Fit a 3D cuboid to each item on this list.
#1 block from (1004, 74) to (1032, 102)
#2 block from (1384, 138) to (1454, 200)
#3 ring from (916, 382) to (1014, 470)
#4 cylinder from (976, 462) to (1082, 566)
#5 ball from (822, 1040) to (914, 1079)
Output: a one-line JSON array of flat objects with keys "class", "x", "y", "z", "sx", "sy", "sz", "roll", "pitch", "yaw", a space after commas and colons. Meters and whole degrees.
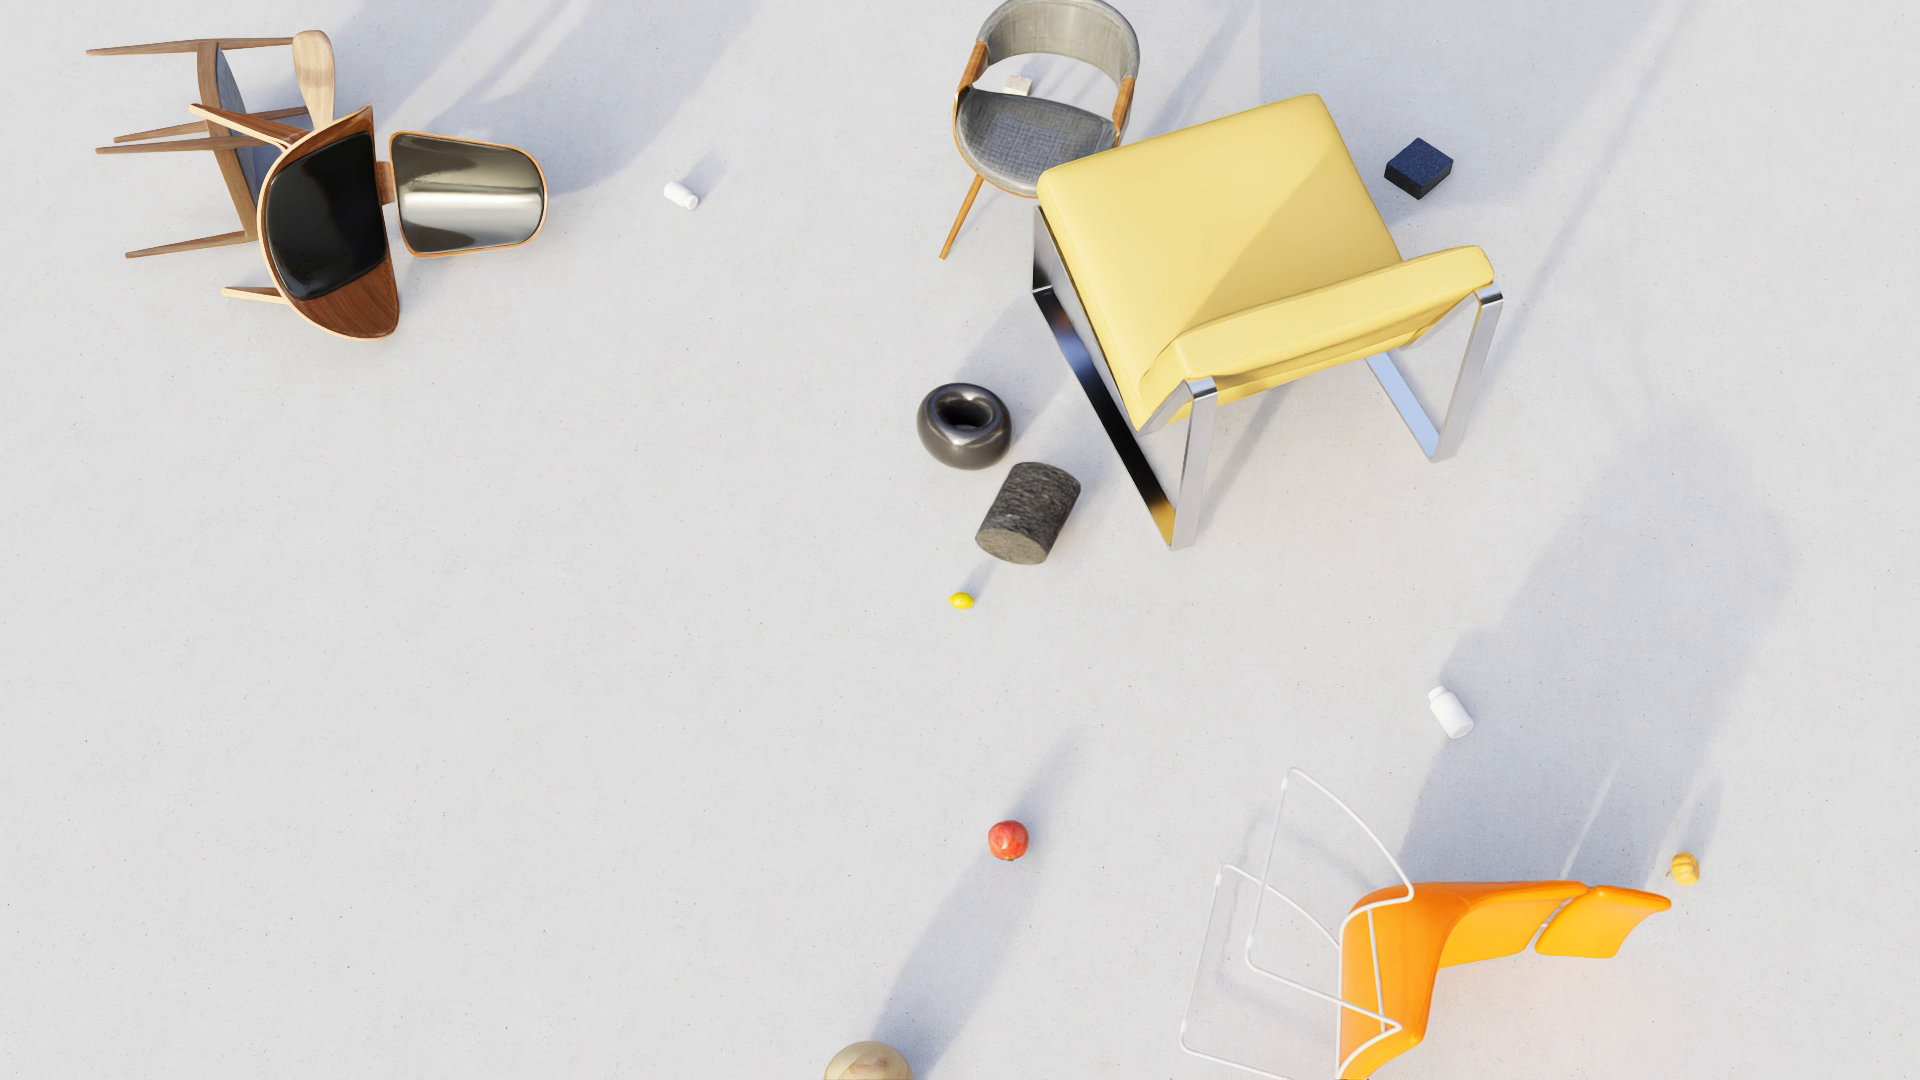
[{"class": "block", "x": 0.200, "y": -1.560, "z": 7.593, "sx": 0.083, "sy": 0.046, "sz": 0.063, "roll": 17, "pitch": 58, "yaw": 11}, {"class": "block", "x": 1.536, "y": -1.245, "z": 7.368, "sx": 0.150, "sy": 0.068, "sz": 0.169, "roll": 39, "pitch": 65, "yaw": 23}, {"class": "ring", "x": 0.015, "y": -0.347, "z": 6.706, "sx": 0.311, "sy": 0.169, "sz": 0.265, "roll": 23, "pitch": 57, "yaw": 17}, {"class": "cylinder", "x": 0.203, "y": -0.079, "z": 6.525, "sx": 0.235, "sy": 0.161, "sz": 0.265, "roll": 9, "pitch": 55, "yaw": 29}, {"class": "ball", "x": -0.229, "y": 1.374, "z": 5.511, "sx": 0.234, "sy": 0.234, "sz": 0.234, "roll": 0, "pitch": 56, "yaw": 0}]
